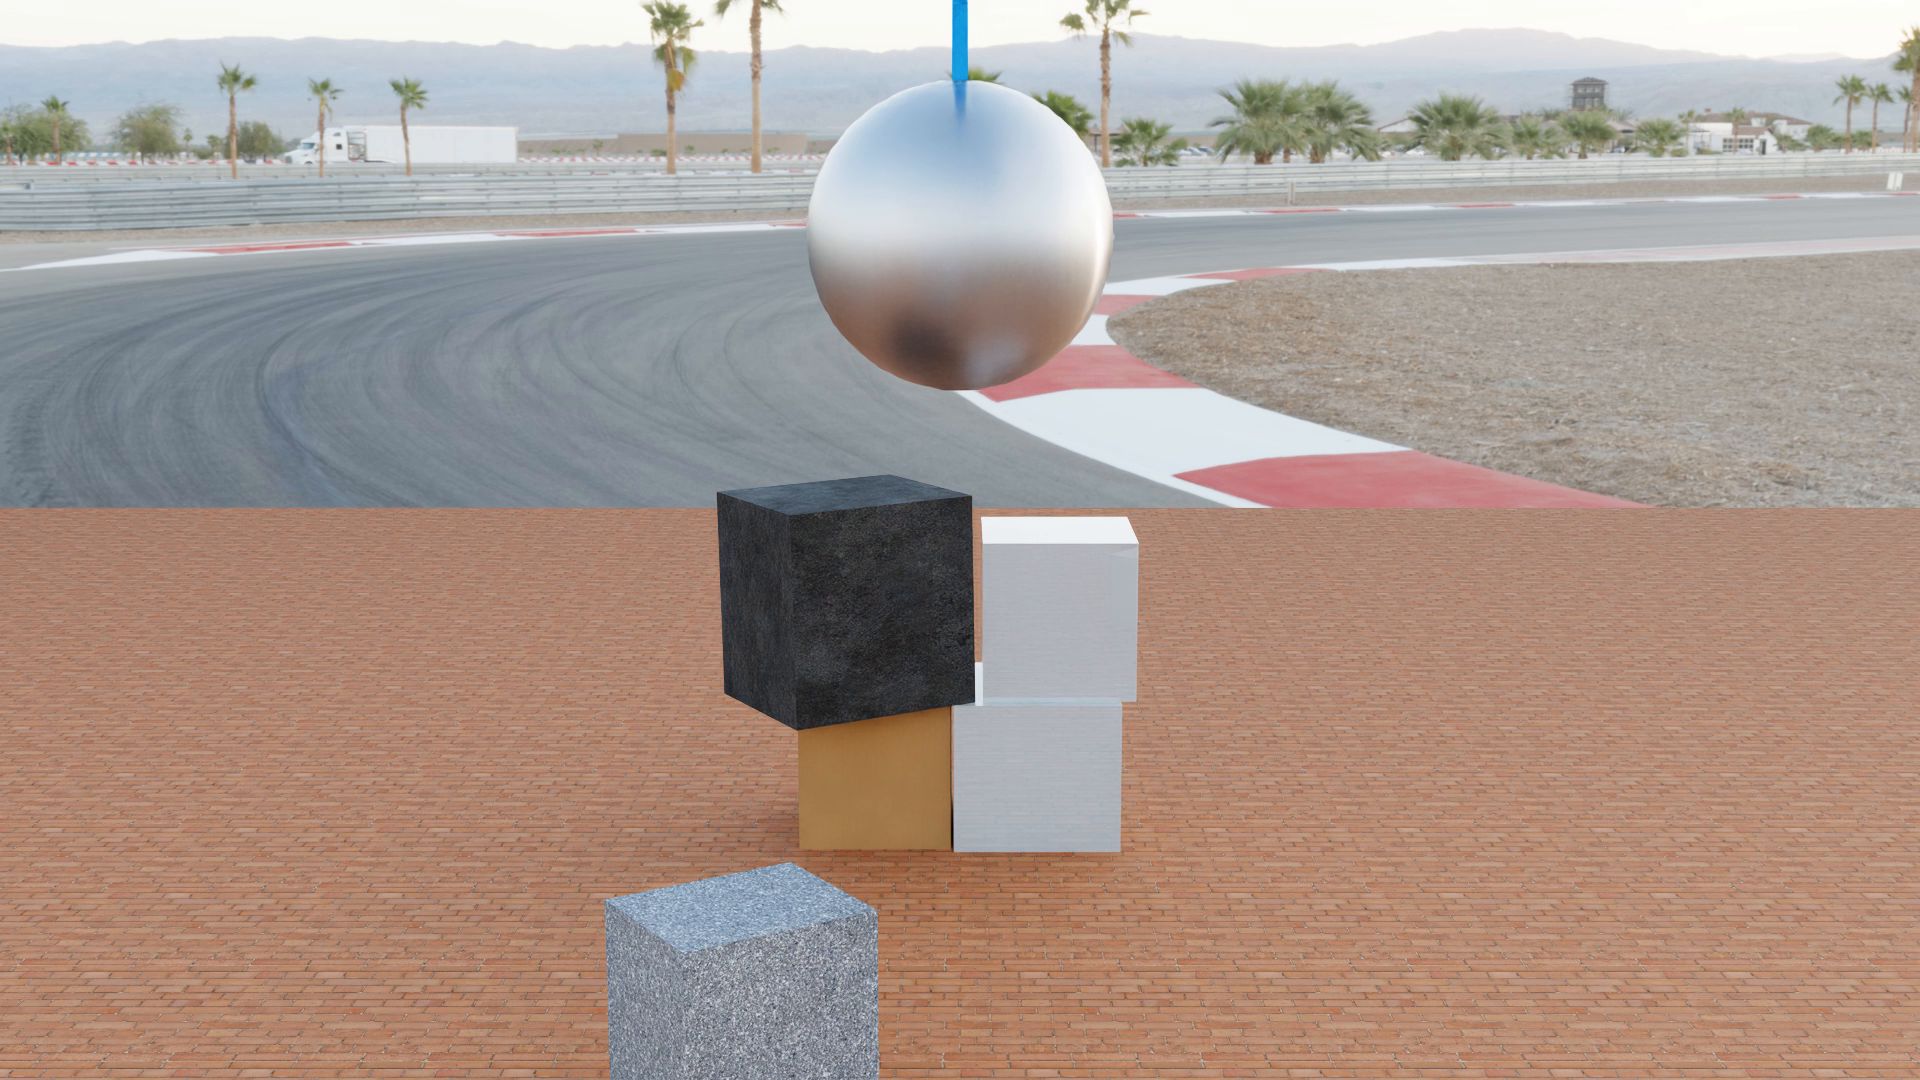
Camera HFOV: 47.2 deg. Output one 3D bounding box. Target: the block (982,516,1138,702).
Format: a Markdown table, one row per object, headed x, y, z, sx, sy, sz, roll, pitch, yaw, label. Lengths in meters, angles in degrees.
| x | y | z | sx | sy | sz | roll | pitch | yaw | label |
| --- | --- | --- | --- | --- | --- | --- | --- | --- | --- |
| 0.495 | 0.342 | 11.241 | 0.764 | 0.801 | 0.766 | 0 | 10 | 0 | block |

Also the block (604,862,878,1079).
| x | y | z | sx | sy | sz | roll | pitch | yaw | label |
| --- | --- | --- | --- | --- | --- | --- | --- | --- | --- |
| -0.787 | 1.703 | 7.948 | 0.765 | 0.805 | 0.637 | -7 | 12 | -33 | block |

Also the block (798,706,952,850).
| x | y | z | sx | sy | sz | roll | pitch | yaw | label |
| --- | --- | --- | --- | --- | --- | --- | --- | --- | --- |
| -0.426 | 1.116 | 11.363 | 0.758 | 0.739 | 0.805 | 0 | 10 | 0 | block |

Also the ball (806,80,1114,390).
| x | y | z | sx | sy | sz | roll | pitch | yaw | label |
| --- | --- | --- | --- | --- | --- | --- | --- | --- | --- |
| 0.000 | -1.578 | 11.434 | 1.600 | 1.600 | 1.600 | 0 | 10 | 0 | ball |

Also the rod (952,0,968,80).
| x | y | z | sx | sy | sz | roll | pitch | yaw | label |
| --- | --- | --- | --- | --- | --- | --- | --- | --- | --- |
| 0.000 | -4.856 | 10.532 | 0.080 | 5.200 | 0.080 | 0 | 15 | 0 | rod |

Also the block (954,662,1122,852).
| x | y | z | sx | sy | sz | roll | pitch | yaw | label |
| --- | --- | --- | --- | --- | --- | --- | --- | --- | --- |
| 0.385 | 1.107 | 11.371 | 0.832 | 0.753 | 0.913 | 0 | 10 | 0 | block |

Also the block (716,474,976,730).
| x | y | z | sx | sy | sz | roll | pitch | yaw | label |
| --- | --- | --- | --- | --- | --- | --- | --- | --- | --- |
| -0.570 | 0.282 | 10.959 | 0.980 | 1.038 | 0.859 | -7 | 12 | -29 | block |
